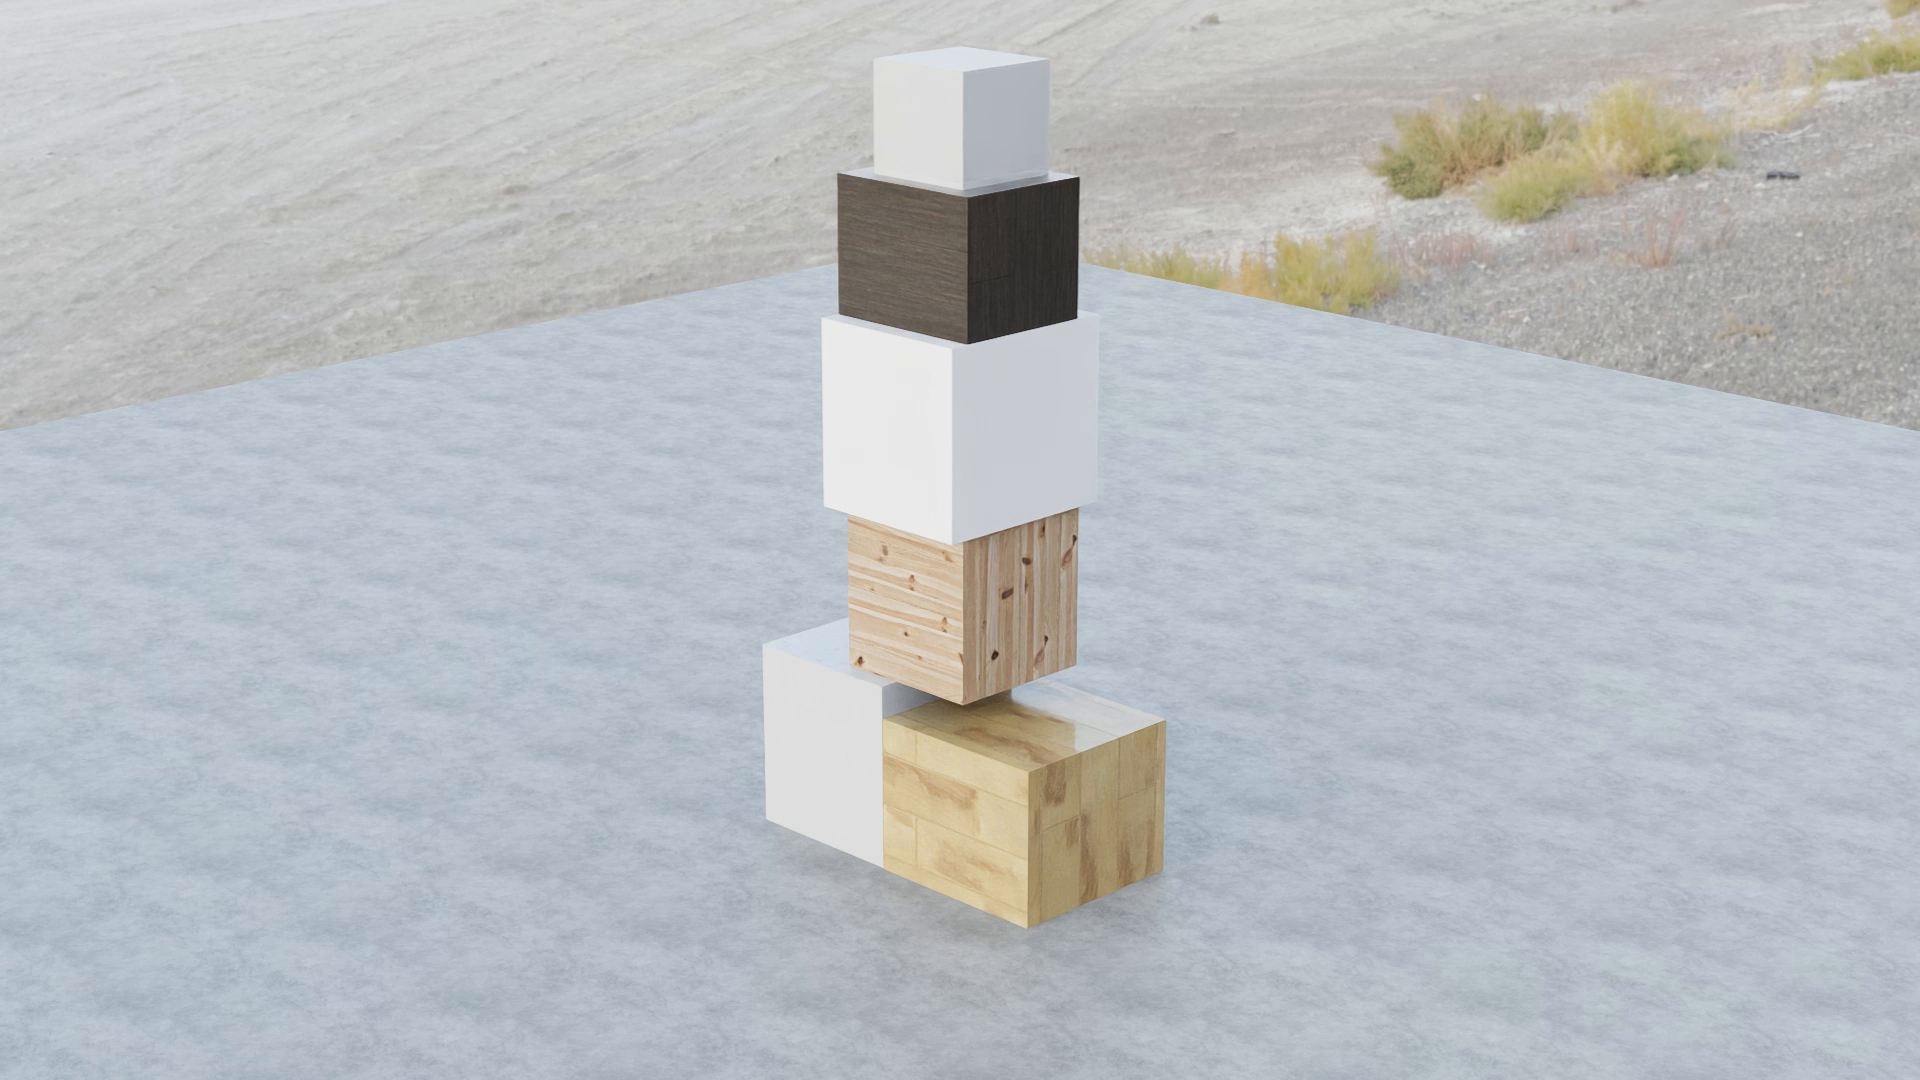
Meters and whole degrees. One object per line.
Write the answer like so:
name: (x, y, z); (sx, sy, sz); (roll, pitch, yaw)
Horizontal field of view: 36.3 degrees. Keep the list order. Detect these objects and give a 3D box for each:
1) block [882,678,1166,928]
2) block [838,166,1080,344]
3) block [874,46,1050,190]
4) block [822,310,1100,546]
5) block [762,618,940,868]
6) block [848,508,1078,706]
block: (0.292, 1.165, 13.402); (0.905, 0.741, 0.916); (-17, 24, -42)
block: (-0.009, -1.295, 12.919); (0.693, 0.636, 0.807); (-17, 24, -42)
block: (0.007, -1.843, 12.761); (0.531, 0.504, 0.548); (-17, 24, -42)
block: (0.003, -0.579, 13.159); (0.926, 0.874, 0.820); (-17, 24, -42)
block: (-0.341, 0.912, 13.957); (0.852, 0.891, 0.816); (-17, 24, -42)
block: (0.014, 0.205, 13.420); (0.743, 0.780, 0.741); (-17, 24, -42)
